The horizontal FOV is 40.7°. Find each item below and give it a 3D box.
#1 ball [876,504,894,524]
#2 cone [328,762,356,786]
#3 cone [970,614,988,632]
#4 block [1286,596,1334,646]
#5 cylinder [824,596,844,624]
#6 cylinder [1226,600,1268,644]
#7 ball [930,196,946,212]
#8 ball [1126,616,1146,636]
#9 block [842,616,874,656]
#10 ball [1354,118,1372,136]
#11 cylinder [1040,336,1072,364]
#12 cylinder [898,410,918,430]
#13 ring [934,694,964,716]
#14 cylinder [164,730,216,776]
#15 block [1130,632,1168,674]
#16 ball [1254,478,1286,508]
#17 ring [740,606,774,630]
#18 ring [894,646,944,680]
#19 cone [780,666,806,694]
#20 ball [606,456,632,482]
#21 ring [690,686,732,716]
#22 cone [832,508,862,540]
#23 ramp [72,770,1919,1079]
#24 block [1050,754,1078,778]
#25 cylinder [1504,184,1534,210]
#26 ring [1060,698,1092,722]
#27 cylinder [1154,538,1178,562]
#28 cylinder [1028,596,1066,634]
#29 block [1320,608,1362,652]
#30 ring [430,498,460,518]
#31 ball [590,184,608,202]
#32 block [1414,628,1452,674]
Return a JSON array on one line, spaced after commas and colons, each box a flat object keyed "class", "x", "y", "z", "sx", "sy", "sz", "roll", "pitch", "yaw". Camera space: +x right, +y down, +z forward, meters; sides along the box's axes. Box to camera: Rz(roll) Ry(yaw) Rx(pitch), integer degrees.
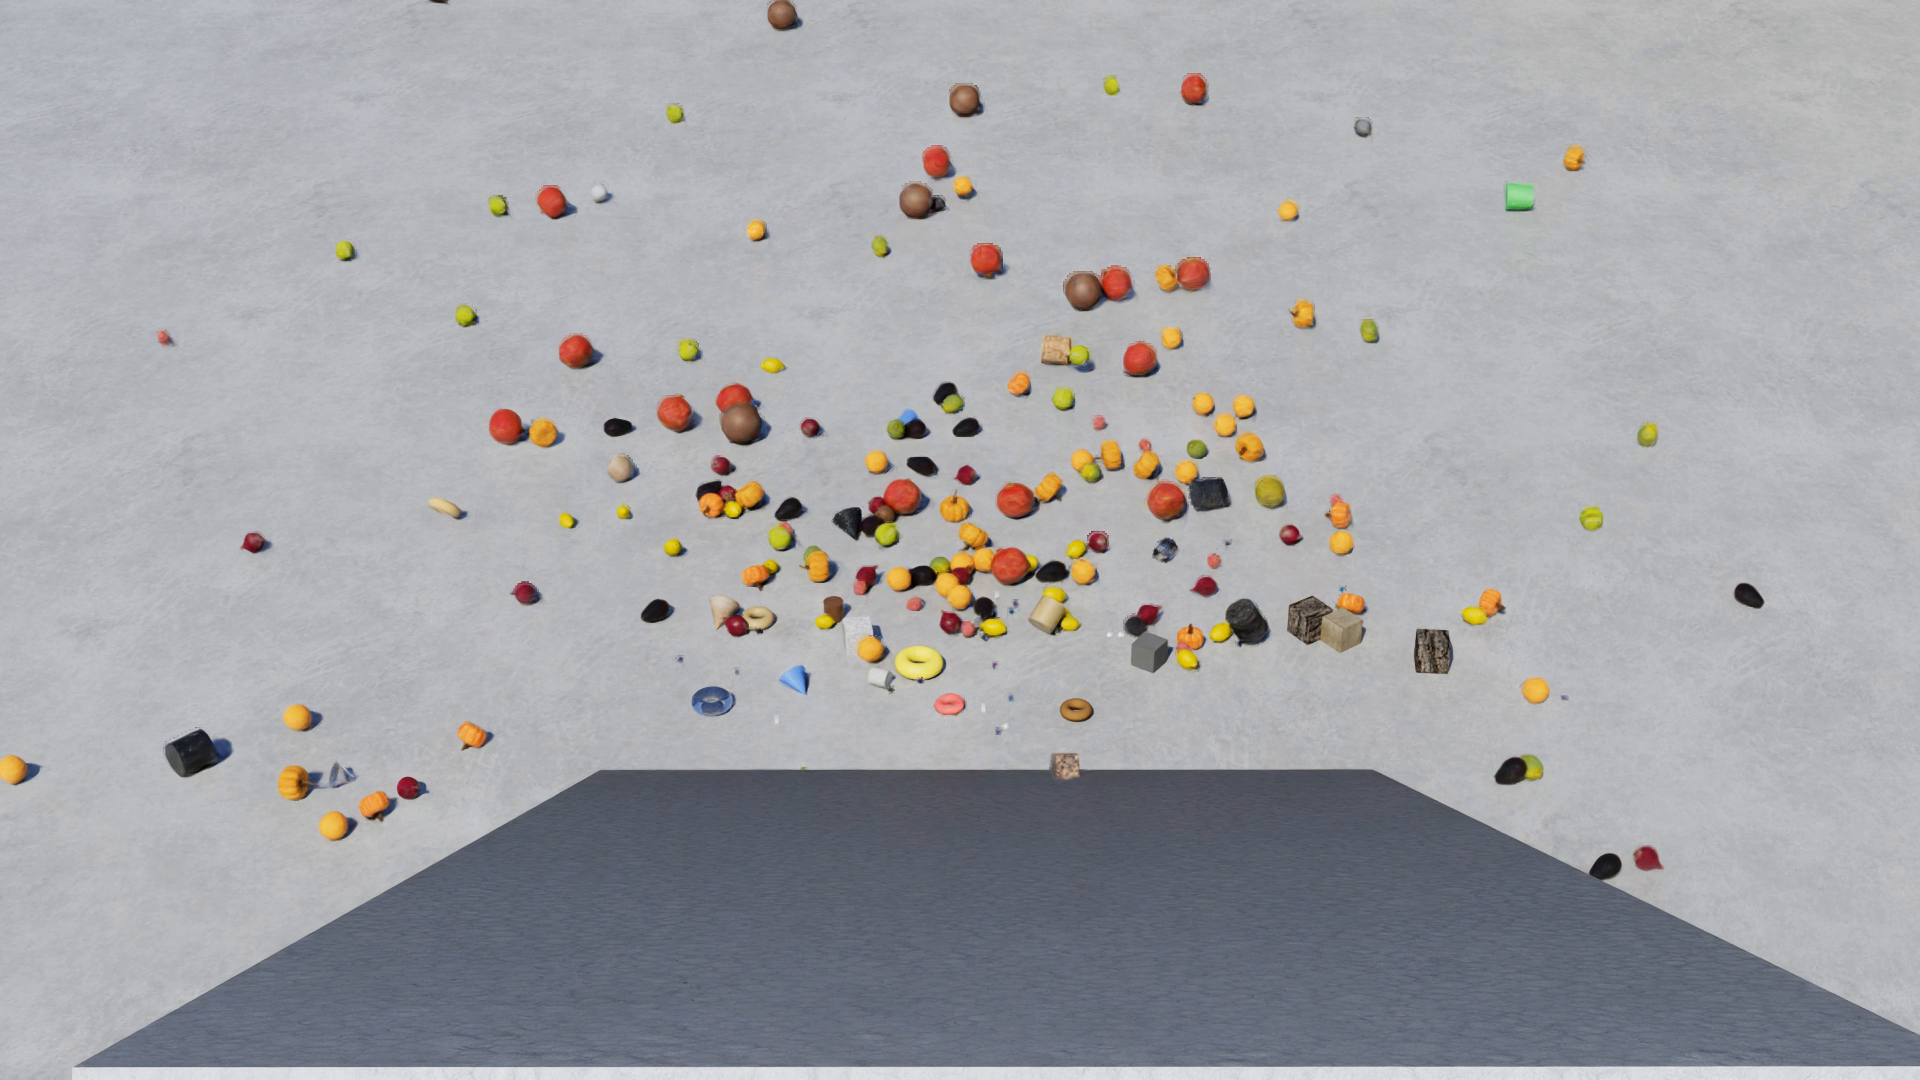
[{"class": "ball", "x": -0.228, "y": -0.078, "z": 7.903, "sx": 0.058, "sy": 0.058, "sz": 0.058, "roll": 0, "pitch": 32, "yaw": 0}, {"class": "cone", "x": -1.611, "y": 0.621, "z": 6.799, "sx": 0.066, "sy": 0.066, "sz": 0.066, "roll": 19, "pitch": 18, "yaw": -36}, {"class": "cone", "x": 0.062, "y": 0.246, "z": 7.411, "sx": 0.053, "sy": 0.053, "sz": 0.053, "roll": 37, "pitch": 41, "yaw": 7}, {"class": "block", "x": 0.997, "y": 0.228, "z": 7.378, "sx": 0.089, "sy": 0.089, "sz": 0.089, "roll": -20, "pitch": 37, "yaw": -29}, {"class": "cylinder", "x": -0.363, "y": 0.200, "z": 7.453, "sx": 0.057, "sy": 0.057, "sz": 0.057, "roll": 0, "pitch": 32, "yaw": 0}, {"class": "cylinder", "x": 0.812, "y": 0.231, "z": 7.341, "sx": 0.090, "sy": 0.090, "sz": 0.090, "roll": -23, "pitch": 38, "yaw": 19}, {"class": "ball", "x": -0.084, "y": -1.276, "z": 9.845, "sx": 0.055, "sy": 0.055, "sz": 0.055, "roll": 0, "pitch": 32, "yaw": 0}, {"class": "ball", "x": 0.500, "y": 0.244, "z": 7.383, "sx": 0.056, "sy": 0.056, "sz": 0.056, "roll": 0, "pitch": 32, "yaw": 0}, {"class": "block", "x": -0.289, "y": 0.271, "z": 7.321, "sx": 0.077, "sy": 0.077, "sz": 0.077, "roll": -5, "pitch": 32, "yaw": -9}, {"class": "ball", "x": 1.626, "y": -1.664, "z": 10.458, "sx": 0.070, "sy": 0.070, "sz": 0.070, "roll": 0, "pitch": 32, "yaw": 0}, {"class": "cylinder", "x": 0.327, "y": -0.644, "z": 8.785, "sx": 0.094, "sy": 0.094, "sz": 0.094, "roll": 6, "pitch": 32, "yaw": 9}, {"class": "cylinder", "x": -0.169, "y": -0.390, "z": 8.416, "sx": 0.051, "sy": 0.051, "sz": 0.051, "roll": 10, "pitch": 33, "yaw": 16}, {"class": "ring", "x": -0.030, "y": 0.449, "z": 7.079, "sx": 0.083, "sy": 0.028, "sz": 0.083, "roll": -3, "pitch": 31, "yaw": 2}, {"class": "cylinder", "x": -2.029, "y": 0.561, "z": 6.834, "sx": 0.094, "sy": 0.094, "sz": 0.094, "roll": 28, "pitch": 41, "yaw": 37}, {"class": "block", "x": 0.530, "y": 0.315, "z": 7.253, "sx": 0.073, "sy": 0.073, "sz": 0.073, "roll": 20, "pitch": 37, "yaw": 29}, {"class": "ball", "x": 0.954, "y": -0.145, "z": 7.978, "sx": 0.094, "sy": 0.094, "sz": 0.094, "roll": 0, "pitch": 32, "yaw": 0}, {"class": "ring", "x": -0.582, "y": 0.225, "z": 7.438, "sx": 0.099, "sy": 0.033, "sz": 0.099, "roll": 0, "pitch": 33, "yaw": 0}, {"class": "ring", "x": -0.114, "y": 0.343, "z": 7.235, "sx": 0.137, "sy": 0.046, "sz": 0.137, "roll": 1, "pitch": 31, "yaw": -1}, {"class": "cone", "x": -0.443, "y": 0.400, "z": 7.152, "sx": 0.078, "sy": 0.078, "sz": 0.078, "roll": -21, "pitch": 64, "yaw": -30}, {"class": "ball", "x": -1.065, "y": -0.224, "z": 8.117, "sx": 0.081, "sy": 0.081, "sz": 0.081, "roll": 0, "pitch": 32, "yaw": 0}, {"class": "ring", "x": -0.679, "y": 0.440, "z": 7.084, "sx": 0.114, "sy": 0.038, "sz": 0.114, "roll": -1, "pitch": 32, "yaw": 1}, {"class": "cone", "x": -0.326, "y": -0.034, "z": 7.847, "sx": 0.094, "sy": 0.094, "sz": 0.094, "roll": -13, "pitch": 61, "yaw": -20}, {"class": "ramp", "x": 0.071, "y": 0.623, "z": 4.709, "sx": 2.000, "sy": 0.100, "sz": 4.000, "roll": 0, "pitch": -1, "yaw": 0}, {"class": "block", "x": 0.261, "y": 0.563, "z": 6.458, "sx": 0.058, "sy": 0.058, "sz": 0.058, "roll": 0, "pitch": -1, "yaw": -10}, {"class": "cylinder", "x": 2.125, "y": -1.304, "z": 9.849, "sx": 0.095, "sy": 0.095, "sz": 0.095, "roll": 3, "pitch": 32, "yaw": 5}, {"class": "ring", "x": 0.316, "y": 0.462, "z": 7.056, "sx": 0.089, "sy": 0.030, "sz": 0.089, "roll": -1, "pitch": 30, "yaw": 0}, {"class": "cylinder", "x": 0.612, "y": 0.030, "z": 7.732, "sx": 0.054, "sy": 0.054, "sz": 0.054, "roll": 16, "pitch": 35, "yaw": 24}, {"class": "cylinder", "x": 0.248, "y": 0.213, "z": 7.384, "sx": 0.079, "sy": 0.079, "sz": 0.079, "roll": 23, "pitch": 73, "yaw": 32}, {"class": "block", "x": 1.081, "y": 0.256, "z": 7.342, "sx": 0.081, "sy": 0.081, "sz": 0.081, "roll": -21, "pitch": 37, "yaw": -30}, {"class": "ring", "x": -1.573, "y": -0.099, "z": 7.918, "sx": 0.101, "sy": 0.101, "sz": 0.034, "roll": 16, "pitch": 77, "yaw": 24}, {"class": "ball", "x": -1.382, "y": -1.329, "z": 9.916, "sx": 0.070, "sy": 0.070, "sz": 0.070, "roll": 0, "pitch": 32, "yaw": 0}, {"class": "block", "x": 1.320, "y": 0.311, "z": 7.244, "sx": 0.089, "sy": 0.089, "sz": 0.089, "roll": 2, "pitch": 32, "yaw": 4}]
